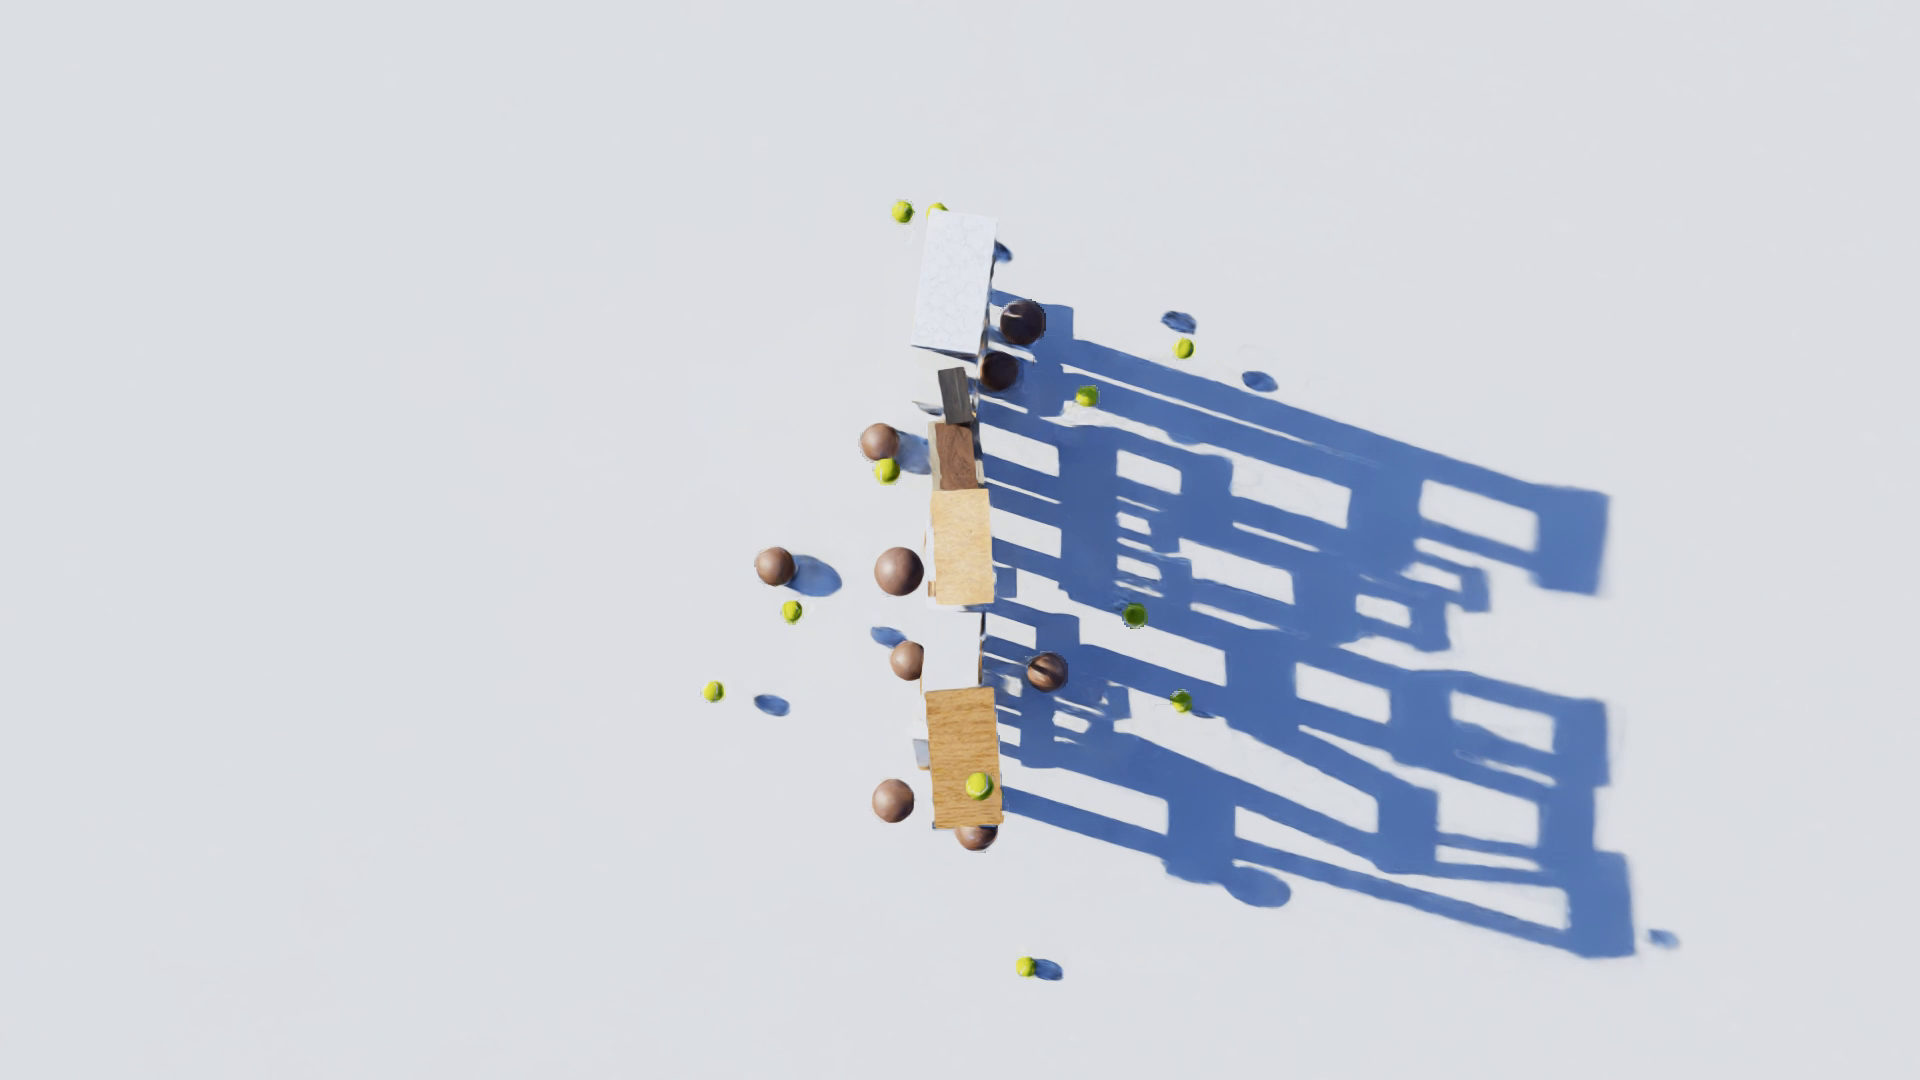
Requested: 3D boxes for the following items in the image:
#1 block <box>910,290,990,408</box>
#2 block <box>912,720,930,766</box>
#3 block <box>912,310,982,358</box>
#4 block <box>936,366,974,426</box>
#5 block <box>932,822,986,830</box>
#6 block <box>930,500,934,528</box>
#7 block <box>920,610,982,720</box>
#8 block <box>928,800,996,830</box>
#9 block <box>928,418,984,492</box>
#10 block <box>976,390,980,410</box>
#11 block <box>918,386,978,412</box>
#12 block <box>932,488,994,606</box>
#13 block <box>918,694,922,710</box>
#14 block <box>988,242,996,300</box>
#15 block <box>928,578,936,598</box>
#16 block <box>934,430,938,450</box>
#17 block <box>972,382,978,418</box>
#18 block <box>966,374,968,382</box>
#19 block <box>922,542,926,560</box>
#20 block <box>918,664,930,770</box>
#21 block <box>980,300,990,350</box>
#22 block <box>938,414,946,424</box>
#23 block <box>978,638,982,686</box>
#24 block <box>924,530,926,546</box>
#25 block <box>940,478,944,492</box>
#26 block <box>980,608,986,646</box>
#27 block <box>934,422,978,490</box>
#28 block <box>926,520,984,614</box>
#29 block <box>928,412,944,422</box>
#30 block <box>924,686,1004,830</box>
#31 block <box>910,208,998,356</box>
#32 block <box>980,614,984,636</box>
[{"bbox_3d":[-0.029,-0.536,4.561,0.168,0.048,0.337,9,89,1],"label":"block"},{"bbox_3d":[-0.032,0.537,4.318,0.170,0.339,0.048,2,71,2],"label":"block"},{"bbox_3d":[-0.030,-0.544,4.365,0.173,0.346,0.049,10,89,1],"label":"block"},{"bbox_3d":[-0.012,-0.383,4.375,0.073,0.021,0.147,-10,91,-2],"label":"block"},{"bbox_3d":[0.001,0.711,4.975,0.161,0.046,0.321,1,90,0],"label":"block"},{"bbox_3d":[-0.006,-0.070,4.323,0.144,0.287,0.041,-2,84,-1],"label":"block"},{"bbox_3d":[-0.023,0.318,4.168,0.139,0.039,0.277,3,91,2],"label":"block"},{"bbox_3d":[0.006,0.715,4.548,0.170,0.806,0.048,8,87,0],"label":"block"},{"bbox_3d":[-0.007,-0.196,4.703,0.147,0.042,0.293,-5,90,0],"label":"block"},{"bbox_3d":[-0.006,-0.454,5.364,0.133,0.266,0.038,0,90,3],"label":"block"},{"bbox_3d":[-0.039,-0.412,4.754,0.168,0.337,0.048,1,87,3],"label":"block"},{"bbox_3d":[0.007,0.019,4.157,0.144,0.041,0.287,-3,90,-1],"label":"block"},{"bbox_3d":[-0.031,0.452,4.338,0.139,0.297,0.039,3,75,2],"label":"block"},{"bbox_3d":[0.004,-0.747,4.741,0.173,1.091,0.049,1,90,0],"label":"block"},{"bbox_3d":[-0.010,0.122,4.322,0.144,0.287,0.041,-2,90,-1],"label":"block"},{"bbox_3d":[-0.021,-0.280,4.586,0.095,0.191,0.027,-4,85,0],"label":"block"},{"bbox_3d":[-0.014,-0.366,5.212,0.133,0.038,0.266,0,90,3],"label":"block"},{"bbox_3d":[-0.018,-0.437,4.460,0.073,0.147,0.021,-3,91,2],"label":"block"},{"bbox_3d":[-0.027,0.027,5.028,0.167,0.333,0.047,-2,91,0],"label":"block"},{"bbox_3d":[-0.037,0.484,4.507,0.144,0.041,0.287,1,90,2],"label":"block"},{"bbox_3d":[0.000,-0.635,4.946,0.168,0.715,0.048,-1,89,0],"label":"block"},{"bbox_3d":[-0.014,-0.333,4.534,0.073,0.292,0.021,-5,89,-4],"label":"block"},{"bbox_3d":[-0.010,0.343,4.671,0.144,0.287,0.041,0,105,2],"label":"block"},{"bbox_3d":[-0.020,-0.005,4.662,0.152,0.304,0.043,-1,90,0],"label":"block"},{"bbox_3d":[-0.007,-0.154,4.586,0.095,0.191,0.027,-4,87,1],"label":"block"},{"bbox_3d":[-0.012,0.148,4.838,0.167,0.047,0.333,-2,90,0],"label":"block"},{"bbox_3d":[-0.010,-0.226,4.476,0.095,0.027,0.191,-7,90,0],"label":"block"},{"bbox_3d":[-0.015,0.098,4.488,0.152,0.043,0.304,-1,90,0],"label":"block"},{"bbox_3d":[-0.037,-0.435,4.940,0.118,0.034,0.237,1,90,3],"label":"block"},{"bbox_3d":[0.010,0.542,4.118,0.170,0.048,0.339,-4,90,-4],"label":"block"},{"bbox_3d":[-0.014,-0.650,4.168,0.173,0.049,0.346,8,89,1],"label":"block"},{"bbox_3d":[-0.010,0.224,4.325,0.139,0.277,0.039,0,91,2],"label":"block"}]
